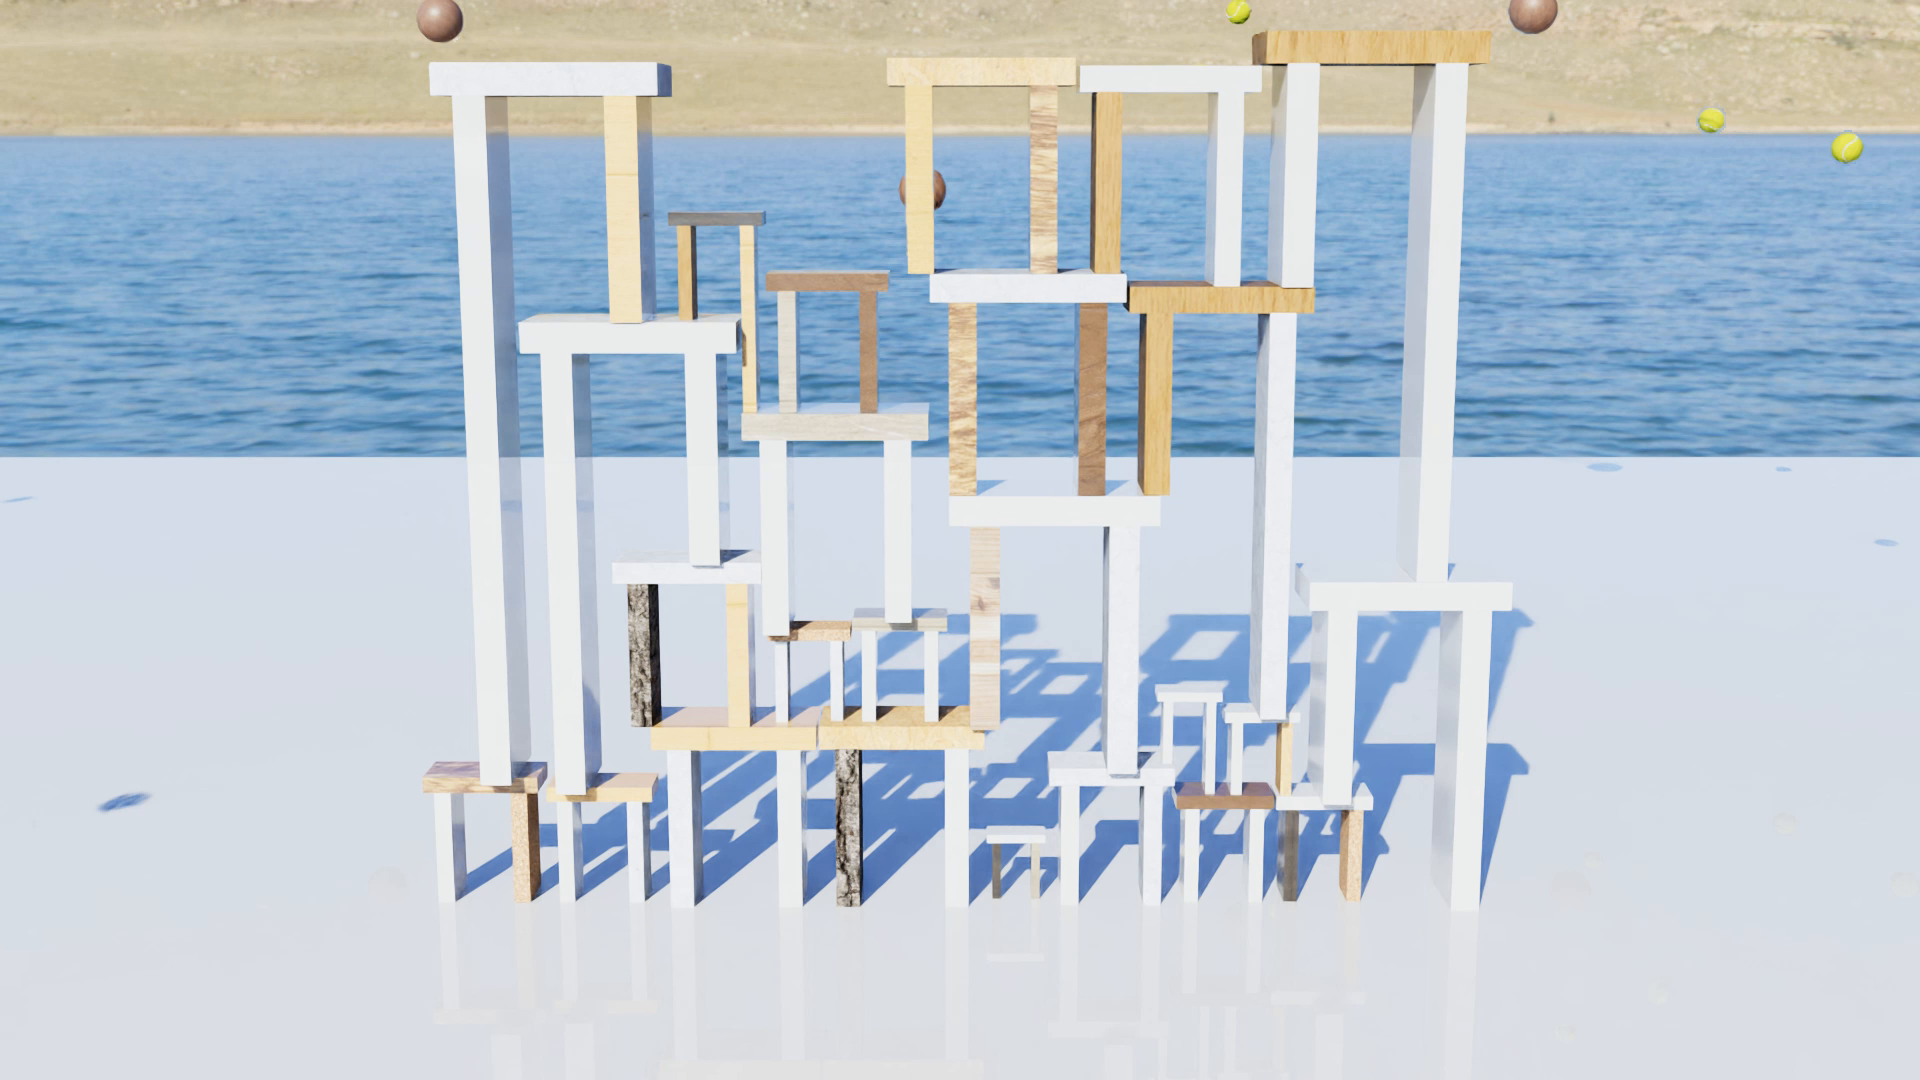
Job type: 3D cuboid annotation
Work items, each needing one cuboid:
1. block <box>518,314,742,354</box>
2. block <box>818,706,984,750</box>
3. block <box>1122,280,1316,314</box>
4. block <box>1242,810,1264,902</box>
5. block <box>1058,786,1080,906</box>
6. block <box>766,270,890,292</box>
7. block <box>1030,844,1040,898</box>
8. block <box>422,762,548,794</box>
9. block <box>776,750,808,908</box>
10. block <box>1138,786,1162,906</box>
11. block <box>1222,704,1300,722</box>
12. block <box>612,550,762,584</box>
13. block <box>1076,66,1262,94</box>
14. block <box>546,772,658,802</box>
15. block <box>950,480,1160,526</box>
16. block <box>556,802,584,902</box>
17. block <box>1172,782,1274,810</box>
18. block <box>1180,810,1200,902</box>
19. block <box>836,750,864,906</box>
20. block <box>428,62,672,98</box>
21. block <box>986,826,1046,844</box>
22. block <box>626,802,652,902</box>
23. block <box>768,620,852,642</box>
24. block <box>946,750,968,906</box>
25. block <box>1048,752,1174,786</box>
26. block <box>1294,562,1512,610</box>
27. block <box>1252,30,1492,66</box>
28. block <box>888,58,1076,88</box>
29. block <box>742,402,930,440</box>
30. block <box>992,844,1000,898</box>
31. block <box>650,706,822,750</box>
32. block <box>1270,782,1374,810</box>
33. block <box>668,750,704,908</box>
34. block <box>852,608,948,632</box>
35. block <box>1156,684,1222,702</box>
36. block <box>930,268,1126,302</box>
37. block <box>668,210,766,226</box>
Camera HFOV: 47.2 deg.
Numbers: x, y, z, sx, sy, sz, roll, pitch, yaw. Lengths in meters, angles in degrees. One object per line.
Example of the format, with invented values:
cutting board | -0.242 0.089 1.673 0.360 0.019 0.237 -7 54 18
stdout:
block | -0.517 -0.330 3.503 0.337 0.048 0.168 0 11 0
block | -0.094 0.308 3.620 0.267 0.038 0.134 0 11 0
block | 0.407 -0.386 3.485 0.287 0.041 0.144 0 11 0
block | 0.487 0.512 3.653 0.023 0.159 0.080 0 11 0
block | 0.180 0.491 3.646 0.029 0.203 0.102 0 11 0
block | -0.208 -0.411 3.481 0.191 0.027 0.095 0 11 0
block | 0.125 0.543 3.659 0.014 0.096 0.048 0 11 0
block | -0.784 0.392 3.636 0.187 0.027 0.094 0 11 0
block | -0.277 0.459 3.646 0.038 0.266 0.133 0 11 0
block | 0.315 0.491 3.646 0.029 0.203 0.102 0 11 0
block | 0.493 0.284 3.609 0.122 0.017 0.061 0 11 0
block | -0.436 0.042 3.563 0.237 0.034 0.118 0 11 0
block | 0.322 -0.717 3.427 0.277 0.039 0.139 0 11 0
block | -0.590 0.409 3.637 0.172 0.024 0.086 0 11 0
block | 0.150 -0.061 3.548 0.333 0.047 0.167 0 11 0
block | -0.647 0.505 3.655 0.024 0.172 0.086 0 11 0
block | 0.434 0.422 3.637 0.159 0.023 0.080 0 11 0
block | 0.381 0.512 3.653 0.023 0.159 0.080 0 11 0
block | -0.183 0.458 3.647 0.038 0.267 0.134 0 11 0
block | -0.633 -0.717 3.427 0.346 0.049 0.173 0 11 0
block | 0.093 0.489 3.649 0.096 0.014 0.048 0 11 0
block | -0.533 0.505 3.655 0.024 0.172 0.086 0 11 0
block | -0.245 0.148 3.590 0.134 0.019 0.067 0 11 0
block | -0.005 0.458 3.647 0.038 0.267 0.134 0 11 0
block | 0.248 0.377 3.625 0.203 0.029 0.102 0 11 0
block | 0.716 0.075 3.572 0.321 0.046 0.161 0 11 0
block | 0.636 -0.764 3.422 0.339 0.048 0.170 0 11 0
block | 0.032 -0.728 3.425 0.287 0.041 0.144 0 11 0
block | -0.197 -0.190 3.528 0.293 0.042 0.147 0 11 0
block | 0.061 0.543 3.659 0.014 0.096 0.048 0 11 0
block | -0.366 0.309 3.618 0.266 0.038 0.133 0 11 0
block | 0.597 0.424 3.639 0.158 0.022 0.079 0 11 0
block | -0.455 0.459 3.646 0.038 0.266 0.133 0 11 0
block | -0.097 0.129 3.586 0.152 0.022 0.076 0 11 1
block | 0.375 0.251 3.605 0.105 0.015 0.053 0 11 2
block | 0.106 -0.403 3.480 0.304 0.043 0.152 0 11 0
block | -0.382 -0.507 3.464 0.147 0.021 0.073 0 11 0
